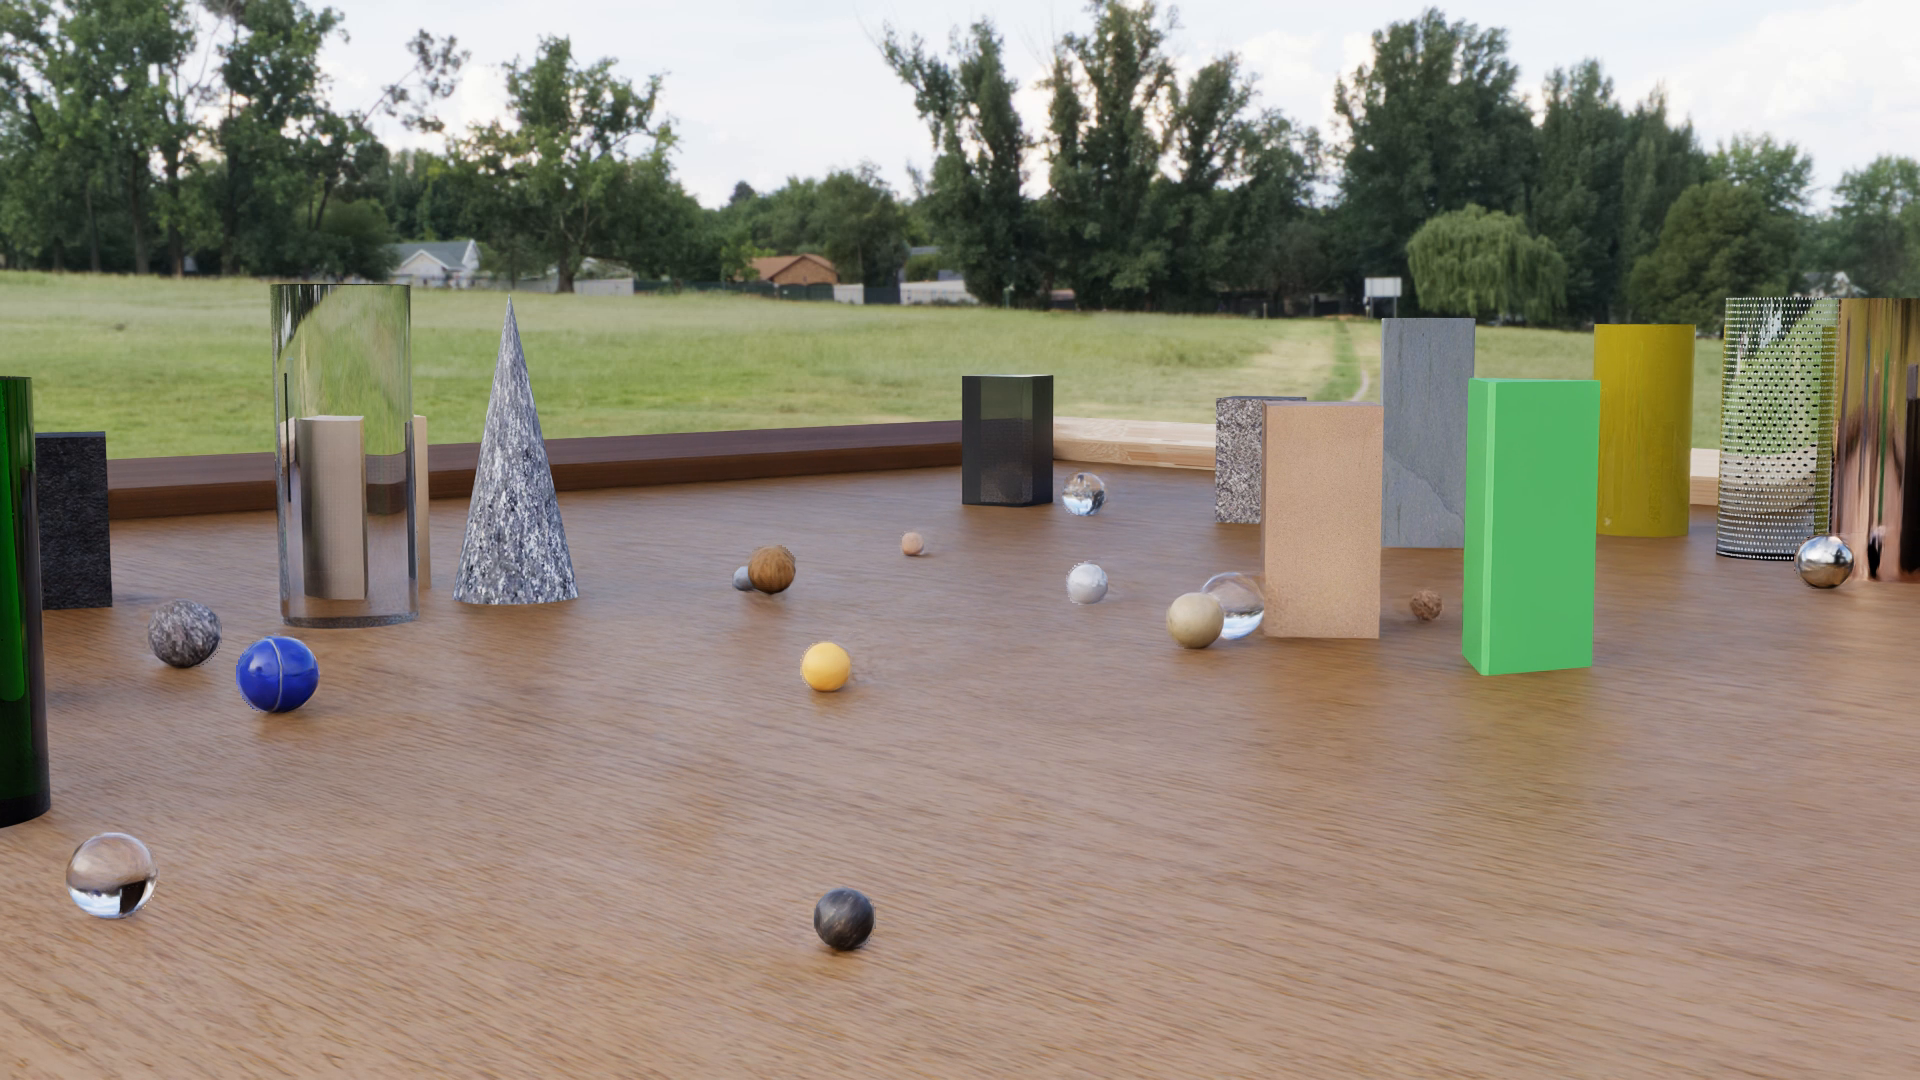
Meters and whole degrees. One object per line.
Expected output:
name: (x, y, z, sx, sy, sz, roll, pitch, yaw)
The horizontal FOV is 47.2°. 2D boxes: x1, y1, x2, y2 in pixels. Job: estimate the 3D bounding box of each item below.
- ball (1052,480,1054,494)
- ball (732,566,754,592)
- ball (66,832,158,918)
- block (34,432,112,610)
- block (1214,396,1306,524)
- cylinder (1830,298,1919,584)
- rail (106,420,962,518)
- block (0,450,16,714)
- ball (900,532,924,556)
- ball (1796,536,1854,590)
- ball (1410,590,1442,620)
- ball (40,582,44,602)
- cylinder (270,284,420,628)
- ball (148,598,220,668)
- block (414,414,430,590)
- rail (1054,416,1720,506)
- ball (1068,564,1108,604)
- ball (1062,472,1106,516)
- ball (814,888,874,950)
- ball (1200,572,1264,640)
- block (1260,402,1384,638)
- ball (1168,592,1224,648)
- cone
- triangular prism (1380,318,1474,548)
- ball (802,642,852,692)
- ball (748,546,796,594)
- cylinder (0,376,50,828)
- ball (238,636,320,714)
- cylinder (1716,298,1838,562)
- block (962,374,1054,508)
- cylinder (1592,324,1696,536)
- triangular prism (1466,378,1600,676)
ball: (0.189, -0.124, 5.131, 0.064, 0.064, 0.064, 0, 6, 0)
ball: (-0.339, 0.061, 3.476, 0.040, 0.040, 0.040, 0, 6, 0)
ball: (-0.622, 0.246, 1.613, 0.063, 0.063, 0.063, 0, 6, 0)
block: (-1.370, -0.031, 3.325, 0.155, 0.256, 0.155, -2, 6, -21)
block: (0.635, -0.171, 4.637, 0.155, 0.259, 0.155, 2, 6, 22)
cylinder: (1.553, -0.169, 3.652, 0.193, 0.462, 0.193, 0, 6, 0)
rail: (-1.481, -0.135, 4.928, 4.792, 0.125, 0.045, -6, 8, -42)
block: (-1.153, 0.045, 2.438, 0.155, 0.290, 0.155, -4, 7, -35)
ball: (-0.086, 0.007, 3.981, 0.043, 0.043, 0.043, 0, 6, 0)
ball: (1.378, 0.035, 3.505, 0.086, 0.086, 0.086, 0, 6, 0)
ball: (0.669, 0.093, 3.155, 0.044, 0.044, 0.044, 0, 6, 0)
ball: (-1.368, 0.078, 3.205, 0.063, 0.063, 0.063, 0, 6, 0)
cylinder: (-0.878, -0.124, 3.142, 0.193, 0.478, 0.193, 0, 6, 0)
ball: (-0.968, 0.116, 2.741, 0.085, 0.085, 0.085, 0, 6, 0)
block: (-0.951, -0.062, 3.527, 0.155, 0.275, 0.155, -4, 7, -30)
rail: (1.743, -0.135, 4.932, 0.045, 0.125, 4.416, -6, 8, -42)
ball: (0.193, 0.066, 3.323, 0.062, 0.062, 0.062, 0, 6, 0)
ball: (0.268, -0.099, 4.744, 0.094, 0.094, 0.094, 0, 6, 0)
ball: (-0.081, 0.264, 1.535, 0.043, 0.043, 0.043, 0, 6, 0)
ball: (0.365, 0.089, 2.968, 0.091, 0.091, 0.091, 0, 6, 0)
block: (0.499, -0.032, 3.050, 0.155, 0.314, 0.155, 1, 6, 5)
ball: (0.310, 0.105, 2.893, 0.075, 0.075, 0.075, 0, 6, 0)
cone: (-0.691, -0.146, 3.396, 0.193, 0.469, 0.193, 0, 6, 0)
triangular prism: (0.878, -0.206, 4.168, 0.167, 0.427, 0.145, 1, 6, 8)
ball: (-0.156, 0.148, 2.569, 0.057, 0.057, 0.057, 0, 6, 0)
ball: (-0.295, 0.047, 3.441, 0.075, 0.075, 0.075, 0, 6, 0)
cylinder: (-0.907, 0.052, 1.922, 0.193, 0.384, 0.193, 0, 6, 0)
ball: (-0.753, 0.148, 2.430, 0.086, 0.086, 0.086, 0, 6, 0)
cylinder: (1.473, -0.203, 3.963, 0.193, 0.464, 0.193, 0, 6, 0)
block: (0.110, -0.230, 5.038, 0.155, 0.293, 0.155, 3, 7, 29)
cylinder: (1.359, -0.222, 4.384, 0.193, 0.414, 0.193, 0, 6, 0)
triangular prism: (0.685, -0.023, 2.764, 0.167, 0.357, 0.145, -3, 7, -25)
